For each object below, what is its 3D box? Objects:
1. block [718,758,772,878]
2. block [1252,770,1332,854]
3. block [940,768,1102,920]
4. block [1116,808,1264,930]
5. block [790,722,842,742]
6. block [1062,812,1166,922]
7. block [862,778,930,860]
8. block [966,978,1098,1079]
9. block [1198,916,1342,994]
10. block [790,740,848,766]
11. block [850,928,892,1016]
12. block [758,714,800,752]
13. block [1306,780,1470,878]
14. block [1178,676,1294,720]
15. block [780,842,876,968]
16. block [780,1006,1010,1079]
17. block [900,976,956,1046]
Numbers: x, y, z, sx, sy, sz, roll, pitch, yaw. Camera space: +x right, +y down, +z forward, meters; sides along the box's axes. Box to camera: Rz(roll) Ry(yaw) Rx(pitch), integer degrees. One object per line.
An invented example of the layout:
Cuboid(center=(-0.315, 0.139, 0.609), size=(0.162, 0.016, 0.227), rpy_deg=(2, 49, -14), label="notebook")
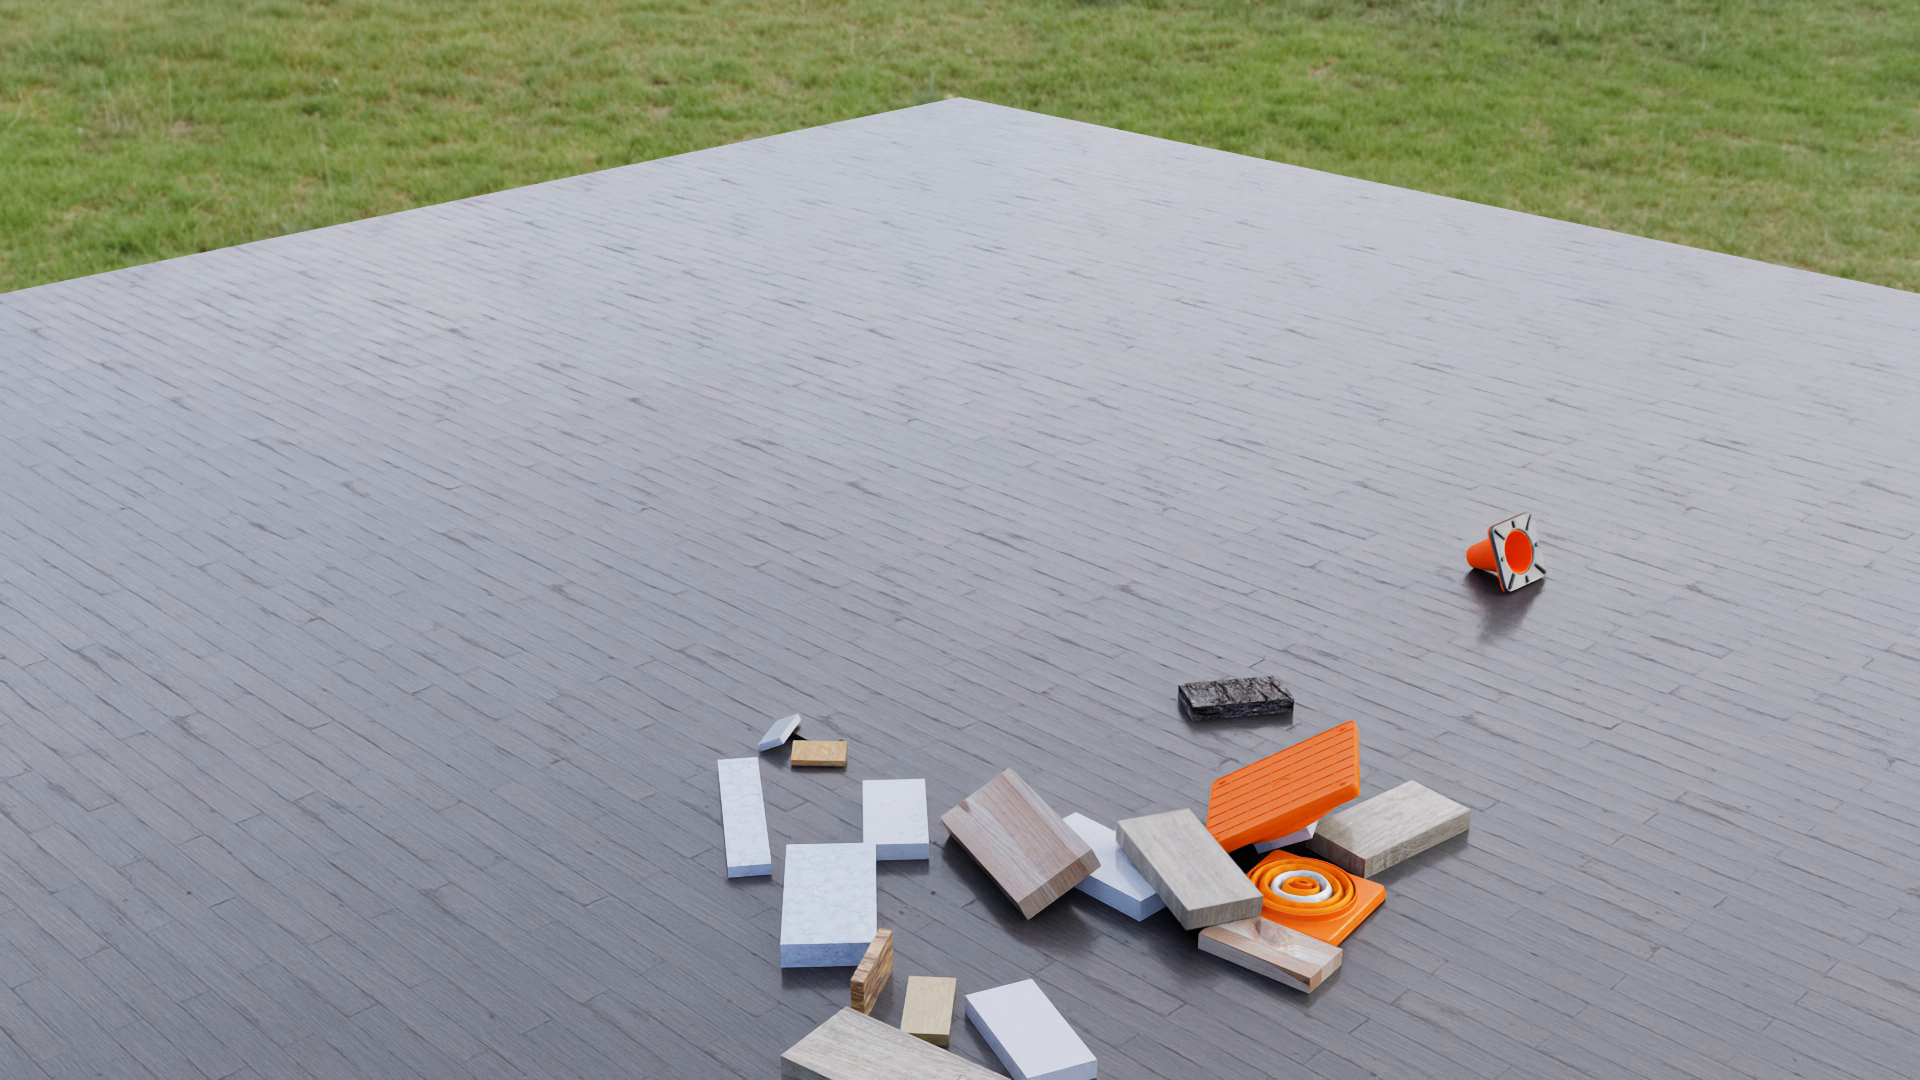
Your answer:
Cuboid(center=(-0.436, 0.553, 4.427), size=(0.084, 0.024, 0.430), rpy_deg=(-3, 23, -8), label="block")
Cuboid(center=(0.662, 0.539, 4.384), size=(0.116, 0.033, 0.231), rpy_deg=(-21, 14, 26), label="block")
Cuboid(center=(0.113, 0.580, 4.238), size=(0.172, 0.049, 0.345), rpy_deg=(-35, 32, -10), label="block")
Cuboid(center=(0.428, 0.616, 4.141), size=(0.154, 0.044, 0.308), rpy_deg=(-7, 27, -20), label="block")
Cuboid(center=(-0.312, 0.426, 4.737), size=(0.057, 0.016, 0.114), rpy_deg=(-21, 31, -41), label="block")
Cuboid(center=(0.282, 0.625, 4.231), size=(0.154, 0.044, 0.308), rpy_deg=(-21, 31, -40), label="block")
Cuboid(center=(-0.130, 0.558, 4.400), size=(0.127, 0.036, 0.255), rpy_deg=(-1, 23, -2), label="block")
Cuboid(center=(0.118, 0.841, 3.732), size=(0.127, 0.036, 0.255), rpy_deg=(-10, 25, -22), label="block")
Cuboid(center=(0.560, 0.739, 3.977), size=(0.231, 0.033, 0.116), rpy_deg=(17, 28, 35), label="block")
Cuboid(center=(-0.298, 0.451, 4.655), size=(0.114, 0.016, 0.057), rpy_deg=(1, 41, 2), label="block")
Cuboid(center=(-0.154, 0.762, 3.857), size=(0.024, 0.084, 0.167), rpy_deg=(6, 24, 14), label="block")
Cuboid(center=(-0.388, 0.414, 4.734), size=(0.057, 0.016, 0.114), rpy_deg=(-20, 15, 23), label="block")
Cuboid(center=(0.850, 0.571, 4.358), size=(0.308, 0.044, 0.154), rpy_deg=(-17, 28, -35), label="block")
Cuboid(center=(0.613, 0.351, 4.892), size=(0.231, 0.033, 0.116), rpy_deg=(-4, 23, -10), label="block")
Cuboid(center=(-0.242, 0.677, 4.103), size=(0.172, 0.049, 0.345), rpy_deg=(-1, 23, -2), label="block")
Cuboid(center=(-0.106, 0.886, 3.610), size=(0.345, 0.049, 0.172), rpy_deg=(16, 28, 33), label="block")
Cuboid(center=(-0.054, 0.815, 3.810), size=(0.084, 0.024, 0.167), rpy_deg=(2, 23, 4), label="block")
